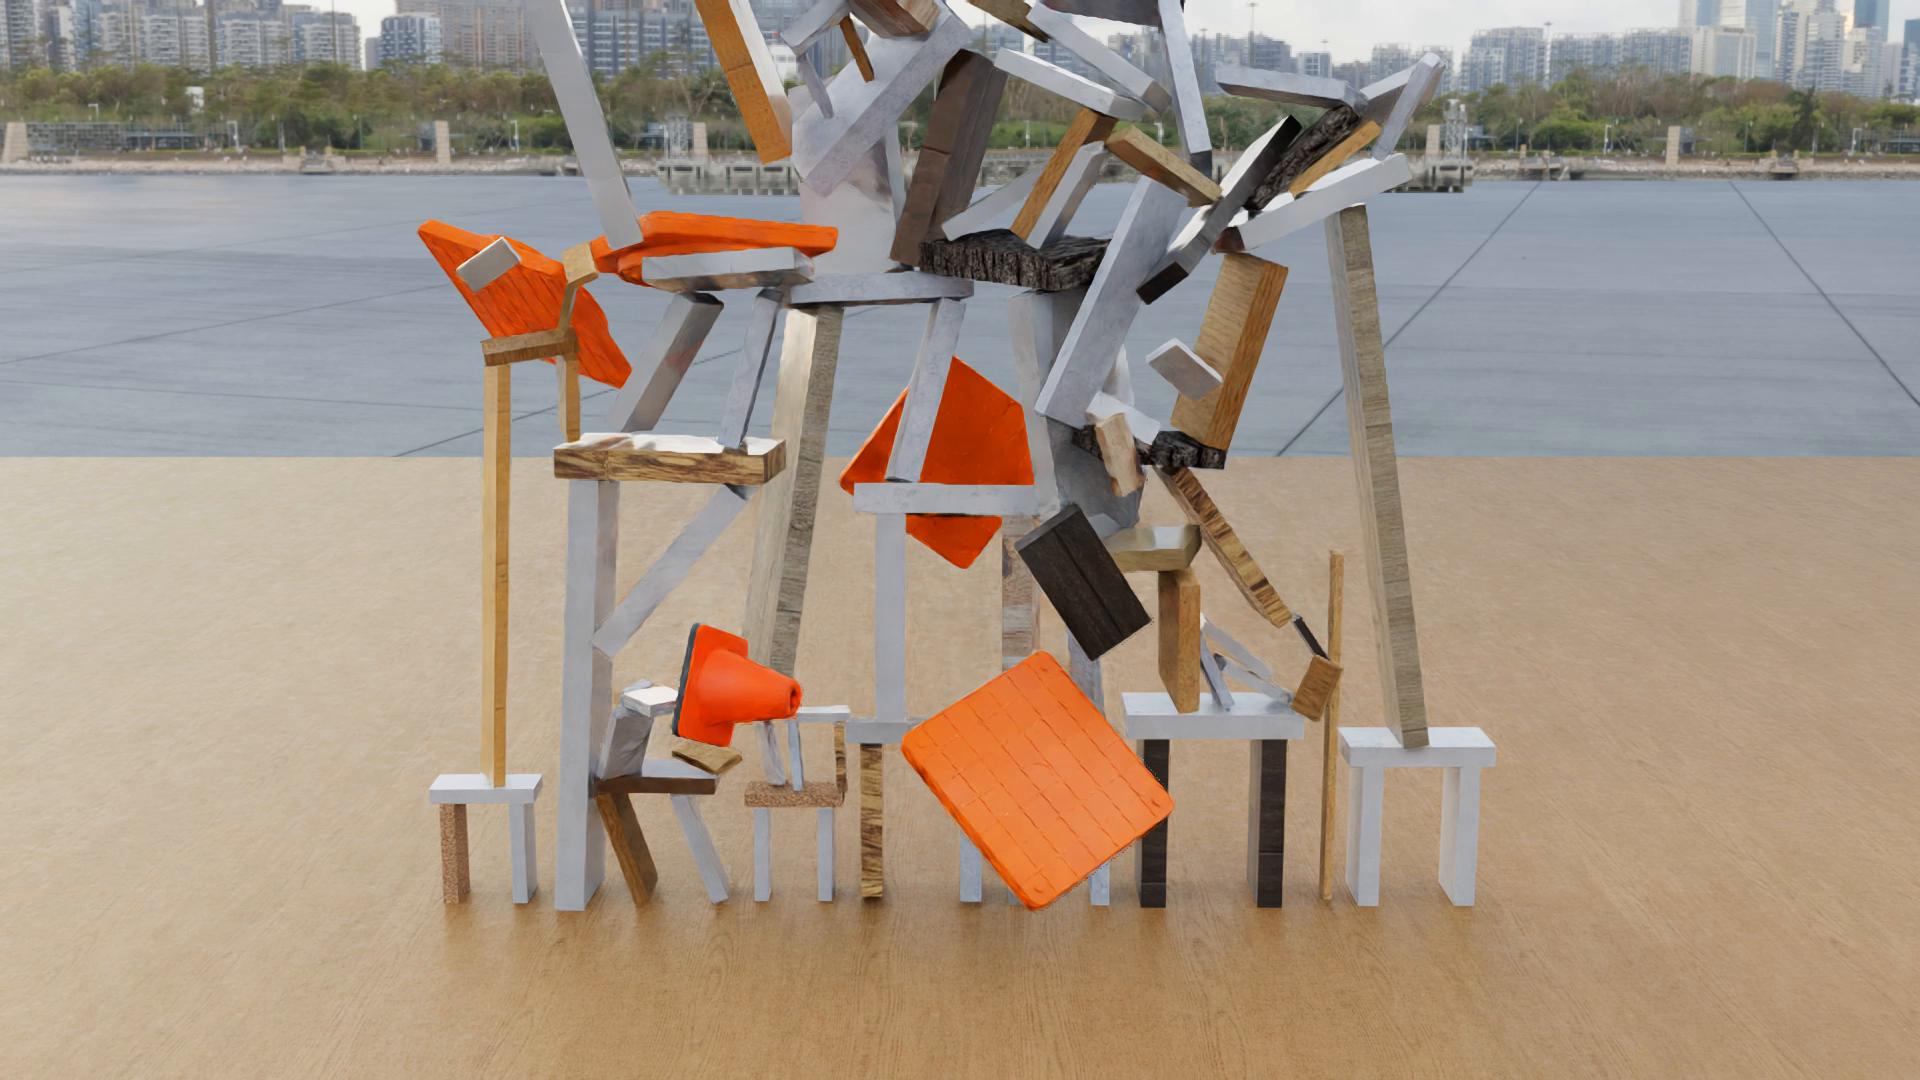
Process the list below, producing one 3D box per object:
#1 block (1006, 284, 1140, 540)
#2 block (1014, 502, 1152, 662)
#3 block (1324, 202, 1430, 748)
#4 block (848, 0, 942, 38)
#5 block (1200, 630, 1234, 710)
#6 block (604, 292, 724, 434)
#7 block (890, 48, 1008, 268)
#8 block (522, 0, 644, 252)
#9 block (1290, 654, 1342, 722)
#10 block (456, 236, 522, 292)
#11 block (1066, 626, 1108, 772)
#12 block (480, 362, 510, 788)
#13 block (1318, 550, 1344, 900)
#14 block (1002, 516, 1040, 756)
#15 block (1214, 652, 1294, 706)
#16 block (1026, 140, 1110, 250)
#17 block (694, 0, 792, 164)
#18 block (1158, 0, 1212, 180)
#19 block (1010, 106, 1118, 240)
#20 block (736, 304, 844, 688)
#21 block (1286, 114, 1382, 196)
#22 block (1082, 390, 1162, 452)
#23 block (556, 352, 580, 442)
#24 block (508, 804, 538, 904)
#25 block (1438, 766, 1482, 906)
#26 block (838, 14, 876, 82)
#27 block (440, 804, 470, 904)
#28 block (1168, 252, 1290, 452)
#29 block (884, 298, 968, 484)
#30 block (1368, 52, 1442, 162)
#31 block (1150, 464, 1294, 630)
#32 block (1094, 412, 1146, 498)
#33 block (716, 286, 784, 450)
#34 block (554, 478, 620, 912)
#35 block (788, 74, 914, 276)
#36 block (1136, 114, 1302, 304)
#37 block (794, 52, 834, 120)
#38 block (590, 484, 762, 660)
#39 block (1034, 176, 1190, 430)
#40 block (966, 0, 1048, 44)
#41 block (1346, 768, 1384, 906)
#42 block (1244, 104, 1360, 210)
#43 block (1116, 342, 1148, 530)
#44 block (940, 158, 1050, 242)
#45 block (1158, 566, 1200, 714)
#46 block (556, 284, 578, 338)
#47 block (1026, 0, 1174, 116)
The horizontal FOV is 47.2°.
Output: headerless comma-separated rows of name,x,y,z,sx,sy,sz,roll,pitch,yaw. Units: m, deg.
block,0.180,-0.200,3.466,0.171,0.411,0.049,-23,21,-39
block,0.180,0.063,3.219,0.108,0.217,0.031,-34,24,-1
block,0.670,-0.104,3.539,0.042,0.874,0.148,-9,11,1
block,-0.183,-0.906,3.472,0.299,0.042,0.149,35,-13,-31
block,0.404,0.204,3.593,0.020,0.139,0.069,-27,13,-3
block,-0.468,-0.281,3.484,0.034,0.240,0.120,35,14,11
block,-0.017,-0.626,3.659,0.050,0.356,0.178,19,7,15
block,-0.592,-0.774,3.100,0.049,0.733,0.173,-19,19,-4
block,0.572,0.238,3.529,0.049,0.097,0.014,30,17,26
block,-0.726,-0.424,3.388,0.091,0.045,0.013,-31,23,15
block,0.203,0.198,3.566,0.034,0.336,0.121,-3,17,10
block,-0.743,0.057,3.514,0.020,0.712,0.072,-6,22,-28
block,0.610,0.305,3.613,0.014,0.581,0.049,0,11,0
block,0.101,0.158,3.644,0.048,0.390,0.170,0,-2,6
block,0.482,0.229,3.594,0.139,0.020,0.069,27,6,-14
block,0.168,-0.531,3.390,0.025,0.175,0.087,36,27,10
block,-0.352,-0.792,3.503,0.049,0.346,0.173,-17,34,8
block,0.351,-0.697,3.431,0.033,0.286,0.117,-10,-22,3
block,0.162,-0.569,3.418,0.031,0.220,0.110,36,18,12
block,-0.284,-0.072,3.650,0.043,0.629,0.153,9,-3,-24
block,0.574,-0.590,3.380,0.163,0.023,0.081,-36,7,18
block,0.241,-0.176,3.255,0.108,0.015,0.054,29,46,3
block,-0.617,-0.234,3.465,0.020,0.144,0.072,-8,34,-19
block,-0.725,0.507,3.650,0.024,0.171,0.085,0,11,0
block,0.828,0.474,3.646,0.034,0.237,0.118,0,11,0
block,-0.170,-0.800,3.538,0.017,0.117,0.058,-22,40,6
block,-0.839,0.507,3.650,0.024,0.171,0.086,0,11,0
block,0.419,-0.300,3.441,0.042,0.295,0.148,14,11,-20
block,-0.059,-0.244,3.666,0.043,0.305,0.153,16,-3,-7
block,0.681,-0.662,3.363,0.023,0.163,0.081,30,29,9
block,0.418,-0.002,3.526,0.031,0.334,0.108,-39,24,-2
block,0.227,-0.120,3.116,0.015,0.108,0.054,-1,23,46
block,-0.329,-0.272,3.462,0.034,0.240,0.120,16,13,-3
block,-0.609,0.237,3.600,0.047,0.716,0.167,4,11,2
block,-0.188,-0.618,3.774,0.178,0.356,0.050,-10,-7,26
block,0.399,-0.509,3.363,0.102,0.029,0.418,-34,14,51
block,-0.235,-0.739,3.539,0.017,0.117,0.058,-23,45,6
block,-0.453,0.035,3.516,0.047,0.334,0.167,41,10,-5
block,0.230,-0.358,3.336,0.087,0.386,0.025,20,8,-41
block,-0.040,-0.933,3.562,0.412,0.042,0.149,23,19,-23
block,0.670,0.474,3.646,0.034,0.237,0.118,0,11,0
block,0.519,-0.589,3.392,0.204,0.029,0.102,-43,9,2
block,0.264,-0.208,3.811,0.049,0.343,0.171,-3,-32,-6
block,0.077,-0.557,3.553,0.220,0.031,0.110,-29,9,14
block,0.352,0.146,3.538,0.034,0.241,0.121,-8,31,-8
block,-0.604,-0.361,3.390,0.013,0.091,0.045,15,30,-6
block,0.219,-0.754,3.442,0.235,0.033,0.117,38,10,18
